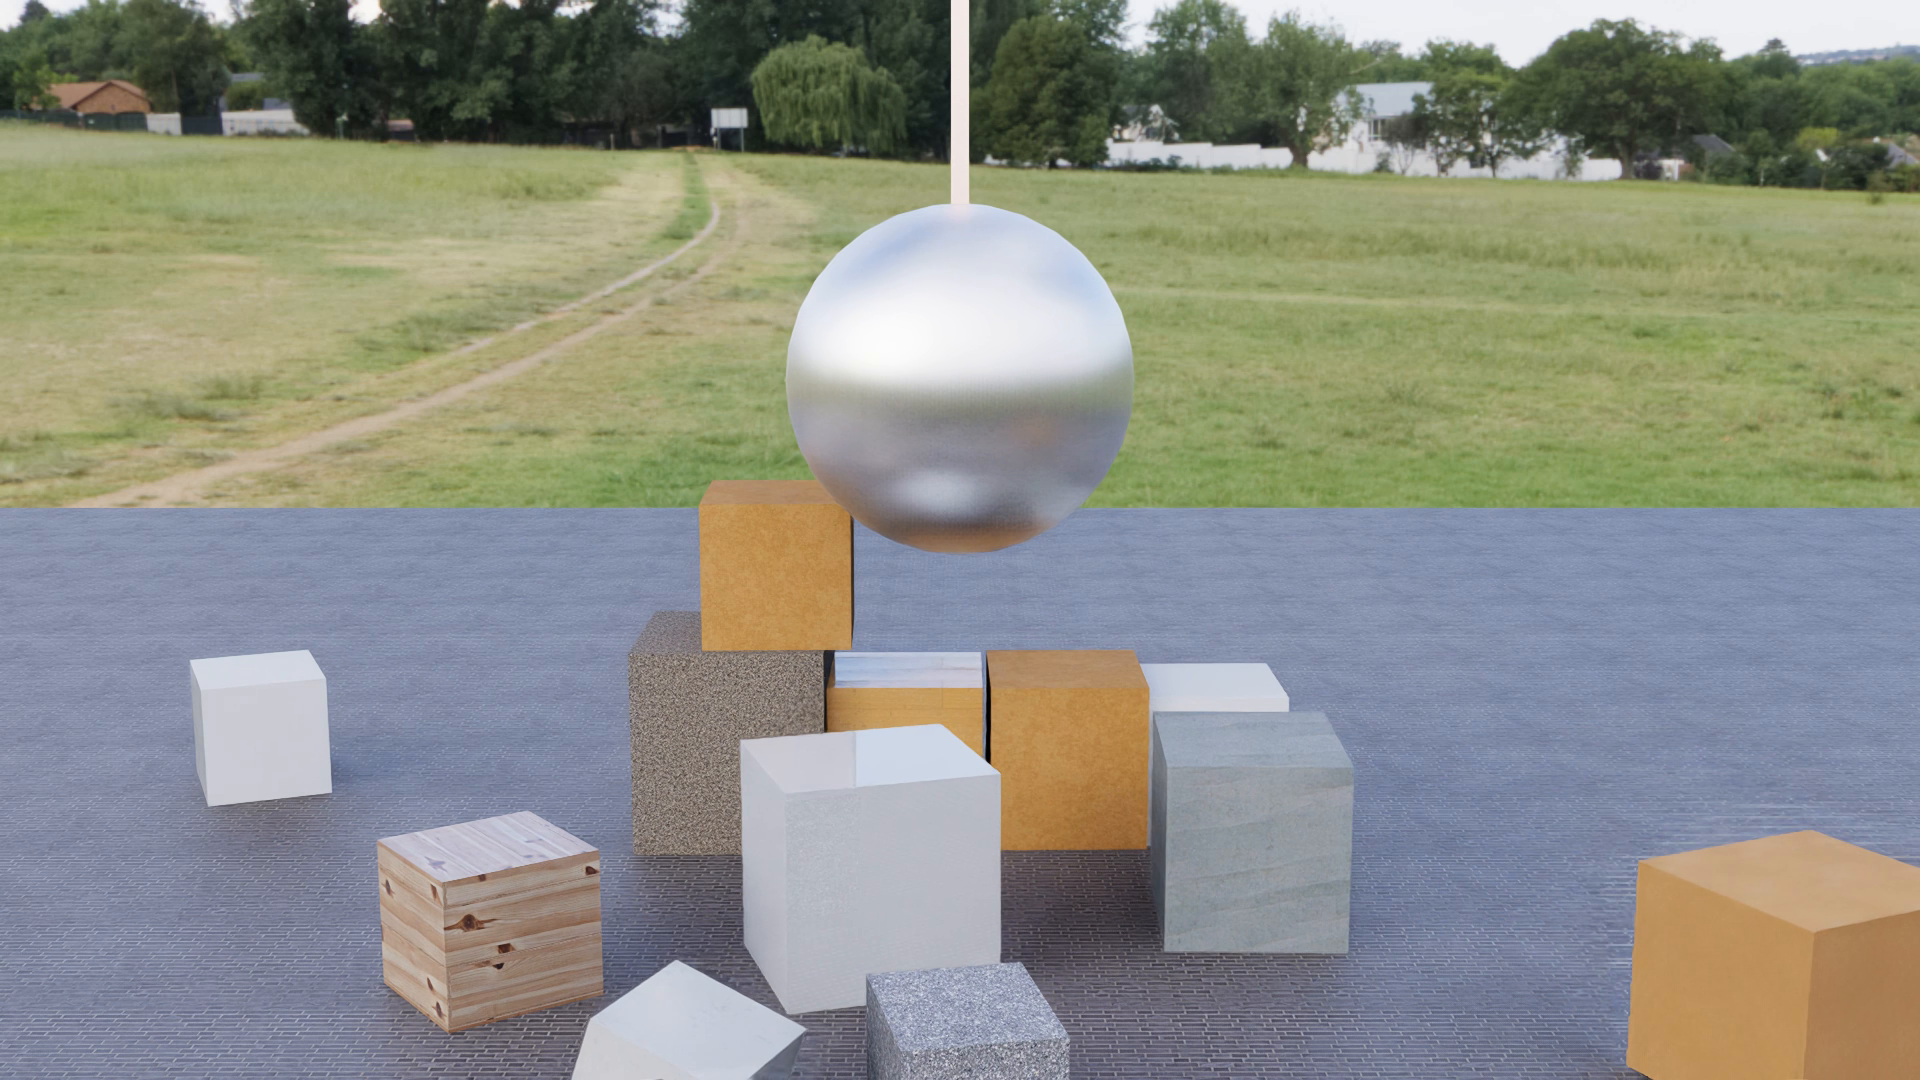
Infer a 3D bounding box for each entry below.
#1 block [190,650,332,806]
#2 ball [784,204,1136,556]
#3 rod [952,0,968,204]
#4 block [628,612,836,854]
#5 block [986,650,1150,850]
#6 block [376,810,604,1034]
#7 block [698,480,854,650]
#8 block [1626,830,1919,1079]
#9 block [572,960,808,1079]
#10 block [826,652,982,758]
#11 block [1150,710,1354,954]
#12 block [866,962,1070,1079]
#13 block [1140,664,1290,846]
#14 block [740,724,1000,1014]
[{"bbox_3d":[-3.866,1.024,12.142,0.642,0.641,0.741,-4,11,-23],"label":"block"},{"bbox_3d":[0.000,-0.731,10.058,1.600,1.600,1.600,0,10,0],"label":"ball"},{"bbox_3d":[0.000,-4.130,10.001,0.080,5.200,0.080,0,1,0],"label":"rod"},{"bbox_3d":[-1.148,0.974,11.347,0.956,1.024,1.000,0,10,0],"label":"block"},{"bbox_3d":[0.539,1.069,11.359,0.784,0.832,0.834,0,10,-1],"label":"block"},{"bbox_3d":[-1.958,1.571,9.164,0.685,0.629,0.670,-8,13,-36],"label":"block"},{"bbox_3d":[-0.914,0.116,11.168,0.736,0.730,0.779,0,10,-2],"label":"block"},{"bbox_3d":[3.144,1.649,8.190,0.885,0.822,0.848,-5,11,-26],"label":"block"},{"bbox_3d":[-0.951,1.862,7.494,0.540,0.504,0.577,24,18,17],"label":"block"},{"bbox_3d":[-0.277,1.070,11.383,0.776,0.822,0.769,0,10,0],"label":"block"},{"bbox_3d":[1.306,1.309,10.011,0.803,0.843,0.938,0,10,1],"label":"block"},{"bbox_3d":[0.015,1.881,7.649,0.571,0.562,0.697,-2,11,-12],"label":"block"},{"bbox_3d":[1.283,1.099,11.385,0.704,0.765,0.742,0,10,-1],"label":"block"},{"bbox_3d":[-0.393,1.376,9.389,0.912,0.934,0.834,-3,11,-18],"label":"block"}]
